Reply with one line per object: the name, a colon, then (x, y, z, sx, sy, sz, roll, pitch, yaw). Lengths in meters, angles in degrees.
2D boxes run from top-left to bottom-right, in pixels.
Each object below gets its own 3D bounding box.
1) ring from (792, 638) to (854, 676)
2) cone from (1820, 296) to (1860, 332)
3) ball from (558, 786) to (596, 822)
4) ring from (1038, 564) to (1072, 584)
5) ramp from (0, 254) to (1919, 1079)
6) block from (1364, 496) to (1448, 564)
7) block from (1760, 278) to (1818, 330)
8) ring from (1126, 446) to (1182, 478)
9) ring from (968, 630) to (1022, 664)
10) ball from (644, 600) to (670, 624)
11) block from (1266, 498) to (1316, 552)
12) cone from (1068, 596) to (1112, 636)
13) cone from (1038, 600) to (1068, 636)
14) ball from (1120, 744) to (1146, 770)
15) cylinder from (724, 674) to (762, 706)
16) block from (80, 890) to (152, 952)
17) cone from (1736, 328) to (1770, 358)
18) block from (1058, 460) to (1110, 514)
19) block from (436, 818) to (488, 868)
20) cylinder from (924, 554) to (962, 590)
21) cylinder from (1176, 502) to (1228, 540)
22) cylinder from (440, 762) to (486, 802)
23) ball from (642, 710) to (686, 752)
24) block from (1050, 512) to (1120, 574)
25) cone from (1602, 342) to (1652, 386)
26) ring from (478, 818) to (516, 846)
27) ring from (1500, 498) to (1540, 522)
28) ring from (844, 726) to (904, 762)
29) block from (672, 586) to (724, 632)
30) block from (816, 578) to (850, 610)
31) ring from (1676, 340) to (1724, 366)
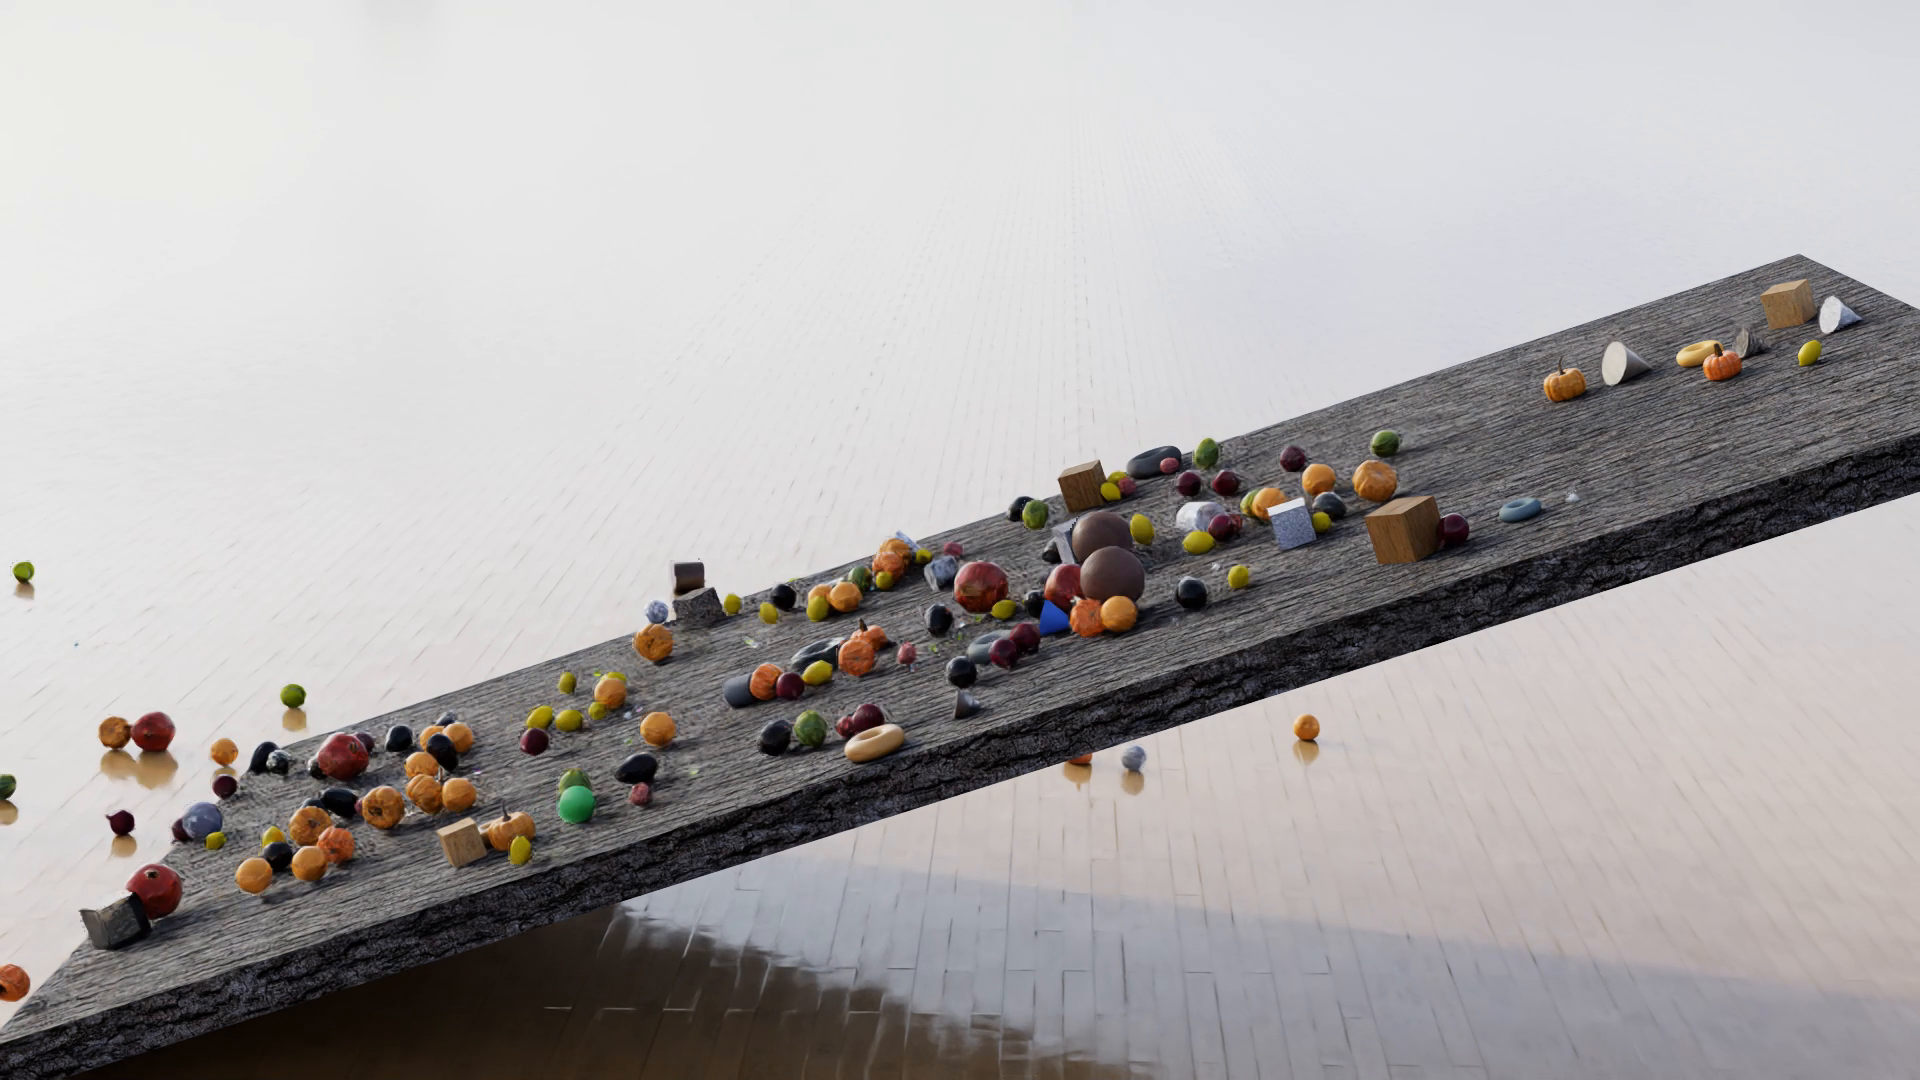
ring: (-0.293, 0.249, 6.264, 0.139, 0.046, 0.139, -18, 12, 4)
cone: (1.854, -0.466, 6.153, 0.078, 0.078, 0.078, 11, 9, -14)
ball: (-0.737, 0.509, 5.666, 0.070, 0.070, 0.070, 0, 12, 0)
ring: (0.205, 0.072, 6.339, 0.078, 0.026, 0.078, -19, 9, 3)
ramp: (0.106, 0.180, 6.305, 4.000, 0.100, 2.000, -18, 11, 6)
block: (0.836, -0.019, 5.515, 0.096, 0.096, 0.096, -27, 13, -36)
block: (1.791, -0.509, 6.356, 0.079, 0.079, 0.079, -10, 14, 40)
ring: (0.470, -0.189, 7.129, 0.139, 0.046, 0.139, -20, 10, 4)
ring: (0.070, 0.211, 5.845, 0.115, 0.038, 0.115, -18, 12, 4)
ball: (-0.759, 0.180, 7.363, 0.063, 0.063, 0.063, 0, 12, 0)
block: (0.668, -0.032, 5.924, 0.076, 0.076, 0.076, -18, 11, 6)
cone: (0.264, 0.152, 5.812, 0.080, 0.080, 0.080, 6, 10, -18)
cone: (0.203, 0.162, 5.867, 0.077, 0.077, 0.077, 11, 14, 10)
ball: (0.450, 0.564, 7.655, 0.067, 0.067, 0.067, 0, 12, 0)
cylinder: (-0.455, 0.315, 6.179, 0.059, 0.059, 0.059, -14, 5, 26)
block: (-1.715, 0.774, 5.977, 0.090, 0.090, 0.090, -28, 14, -39)
cone: (1.676, -0.409, 6.189, 0.065, 0.065, 0.065, 7, 11, -9)
block: (0.296, -0.128, 7.006, 0.090, 0.090, 0.090, -16, 11, 18)
block: (-0.962, 0.585, 5.682, 0.068, 0.068, 0.068, -23, 11, -18)
cylinder: (-0.039, 0.074, 6.652, 0.062, 0.062, 0.062, -23, 20, -18)
cylinder: (0.512, -0.041, 6.224, 0.080, 0.080, 0.080, -6, 4, -25)
cylinder: (-1.057, 0.537, 6.264, 0.099, 0.099, 0.099, 0, 14, 0)
ball: (-0.604, 0.391, 6.007, 0.089, 0.089, 0.089, 0, 12, 0)
block: (0.270, 0.007, 6.357, 0.098, 0.098, 0.098, -22, 11, -13)
cone: (1.459, -0.377, 6.369, 0.097, 0.097, 0.097, 6, 10, -19)
ring: (-0.915, 0.572, 5.763, 0.094, 0.031, 0.094, -18, 9, 3)
ring: (1.051, -0.056, 5.518, 0.080, 0.027, 0.080, -18, 12, 4)
ring: (-0.157, 0.374, 5.420, 0.117, 0.039, 0.117, -19, 9, 3)
block: (-0.638, 0.168, 7.171, 0.079, 0.079, 0.079, -8, 15, 45)
block: (-0.296, 0.126, 6.865, 0.051, 0.051, 0.051, -15, 11, 18)
ring: (1.582, -0.398, 6.288, 0.101, 0.034, 0.101, -19, 11, 4)
